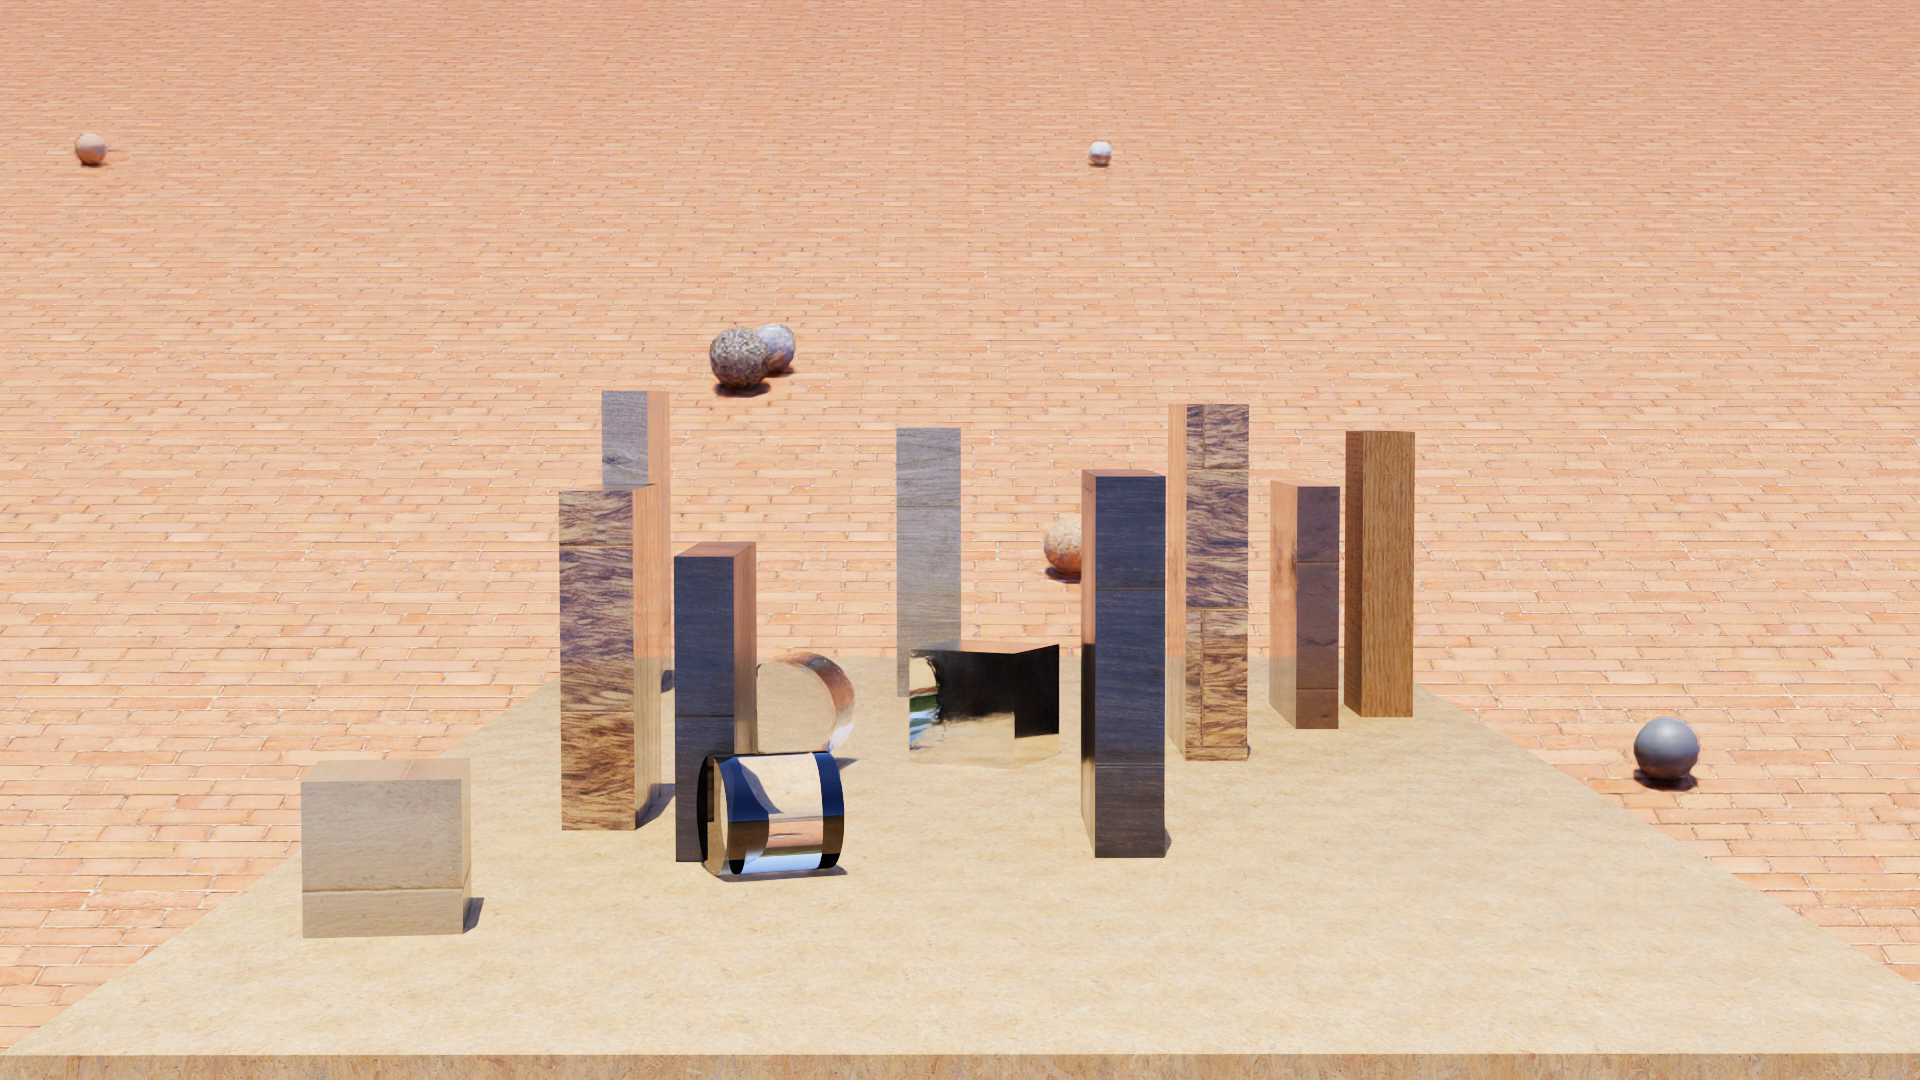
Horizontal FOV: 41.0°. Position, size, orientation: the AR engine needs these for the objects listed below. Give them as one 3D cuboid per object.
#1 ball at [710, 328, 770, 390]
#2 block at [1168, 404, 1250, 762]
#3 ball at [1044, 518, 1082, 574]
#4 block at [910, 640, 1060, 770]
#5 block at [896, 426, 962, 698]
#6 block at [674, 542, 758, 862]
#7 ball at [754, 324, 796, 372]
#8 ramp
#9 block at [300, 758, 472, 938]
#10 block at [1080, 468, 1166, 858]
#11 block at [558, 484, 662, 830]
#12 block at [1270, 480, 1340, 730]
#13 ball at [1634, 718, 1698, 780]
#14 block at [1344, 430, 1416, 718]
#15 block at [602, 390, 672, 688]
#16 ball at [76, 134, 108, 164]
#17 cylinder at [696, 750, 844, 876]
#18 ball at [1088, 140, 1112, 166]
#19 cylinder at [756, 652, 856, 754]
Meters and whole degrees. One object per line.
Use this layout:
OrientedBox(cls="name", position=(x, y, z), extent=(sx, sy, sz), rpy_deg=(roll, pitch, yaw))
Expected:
OrientedBox(cls="ball", position=(-0.756, -0.622, 8.833), extent=(0.209, 0.209, 0.209), rpy_deg=(0, 22, 0))
OrientedBox(cls="block", position=(0.459, 0.067, 4.796), extent=(0.111, 0.641, 0.397), rpy_deg=(0, 3, 0))
OrientedBox(cls="ball", position=(0.316, 0.017, 7.281), extent=(0.159, 0.159, 0.159), rpy_deg=(0, 22, 0))
OrientedBox(cls="block", position=(0.046, 0.294, 4.643), extent=(0.205, 0.205, 0.205), rpy_deg=(1, 3, 25))
OrientedBox(cls="block", position=(-0.068, 0.040, 5.817), extent=(0.141, 0.589, 0.411), rpy_deg=(0, 3, 0))
OrientedBox(cls="block", position=(-0.357, 0.226, 3.790), extent=(0.083, 0.429, 0.410), rpy_deg=(0, 3, 0))
OrientedBox(cls="ball", position=(-0.661, -0.673, 9.021), extent=(0.168, 0.168, 0.168), rpy_deg=(0, 22, 0))
OrientedBox(cls="ramp", position=(0.050, 0.452, 4.532), extent=(2.000, 0.100, 4.000), rpy_deg=(0, 3, 0))
OrientedBox(cls="block", position=(-0.707, 0.378, 3.184), extent=(0.189, 0.189, 0.189), rpy_deg=(0, 3, -8))
OrientedBox(cls="block", position=(0.239, 0.169, 3.818), extent=(0.099, 0.539, 0.408), rpy_deg=(0, 3, 0))
OrientedBox(cls="block", position=(-0.545, 0.172, 4.028), extent=(0.110, 0.512, 0.351), rpy_deg=(0, 3, 0))
OrientedBox(cls="block", position=(0.704, 0.123, 5.274), extent=(0.084, 0.479, 0.433), rpy_deg=(0, 3, 0))
OrientedBox(cls="ball", position=(1.671, 0.495, 6.083), extent=(0.149, 0.149, 0.149), rpy_deg=(0, 22, 0))
OrientedBox(cls="block", position=(0.874, 0.065, 5.367), extent=(0.105, 0.584, 0.240), rpy_deg=(0, 3, 0))
OrientedBox(cls="block", position=(-0.728, 0.000, 5.807), extent=(0.099, 0.671, 0.440), rpy_deg=(0, 3, 0))
OrientedBox(cls="ball", position=(-4.042, -1.819, 11.962), extent=(0.142, 0.142, 0.142), rpy_deg=(0, 22, 0))
OrientedBox(cls="cylinder", position=(-0.261, 0.373, 3.525), extent=(0.164, 0.164, 0.164), rpy_deg=(-1, 21, -20))
OrientedBox(cls="ball", position=(0.651, -1.797, 11.942), extent=(0.115, 0.115, 0.115), rpy_deg=(0, 22, 0))
OrientedBox(cls="cylinder", position=(-0.301, 0.304, 4.534), extent=(0.196, 0.196, 0.196), rpy_deg=(5, 4, 12))
